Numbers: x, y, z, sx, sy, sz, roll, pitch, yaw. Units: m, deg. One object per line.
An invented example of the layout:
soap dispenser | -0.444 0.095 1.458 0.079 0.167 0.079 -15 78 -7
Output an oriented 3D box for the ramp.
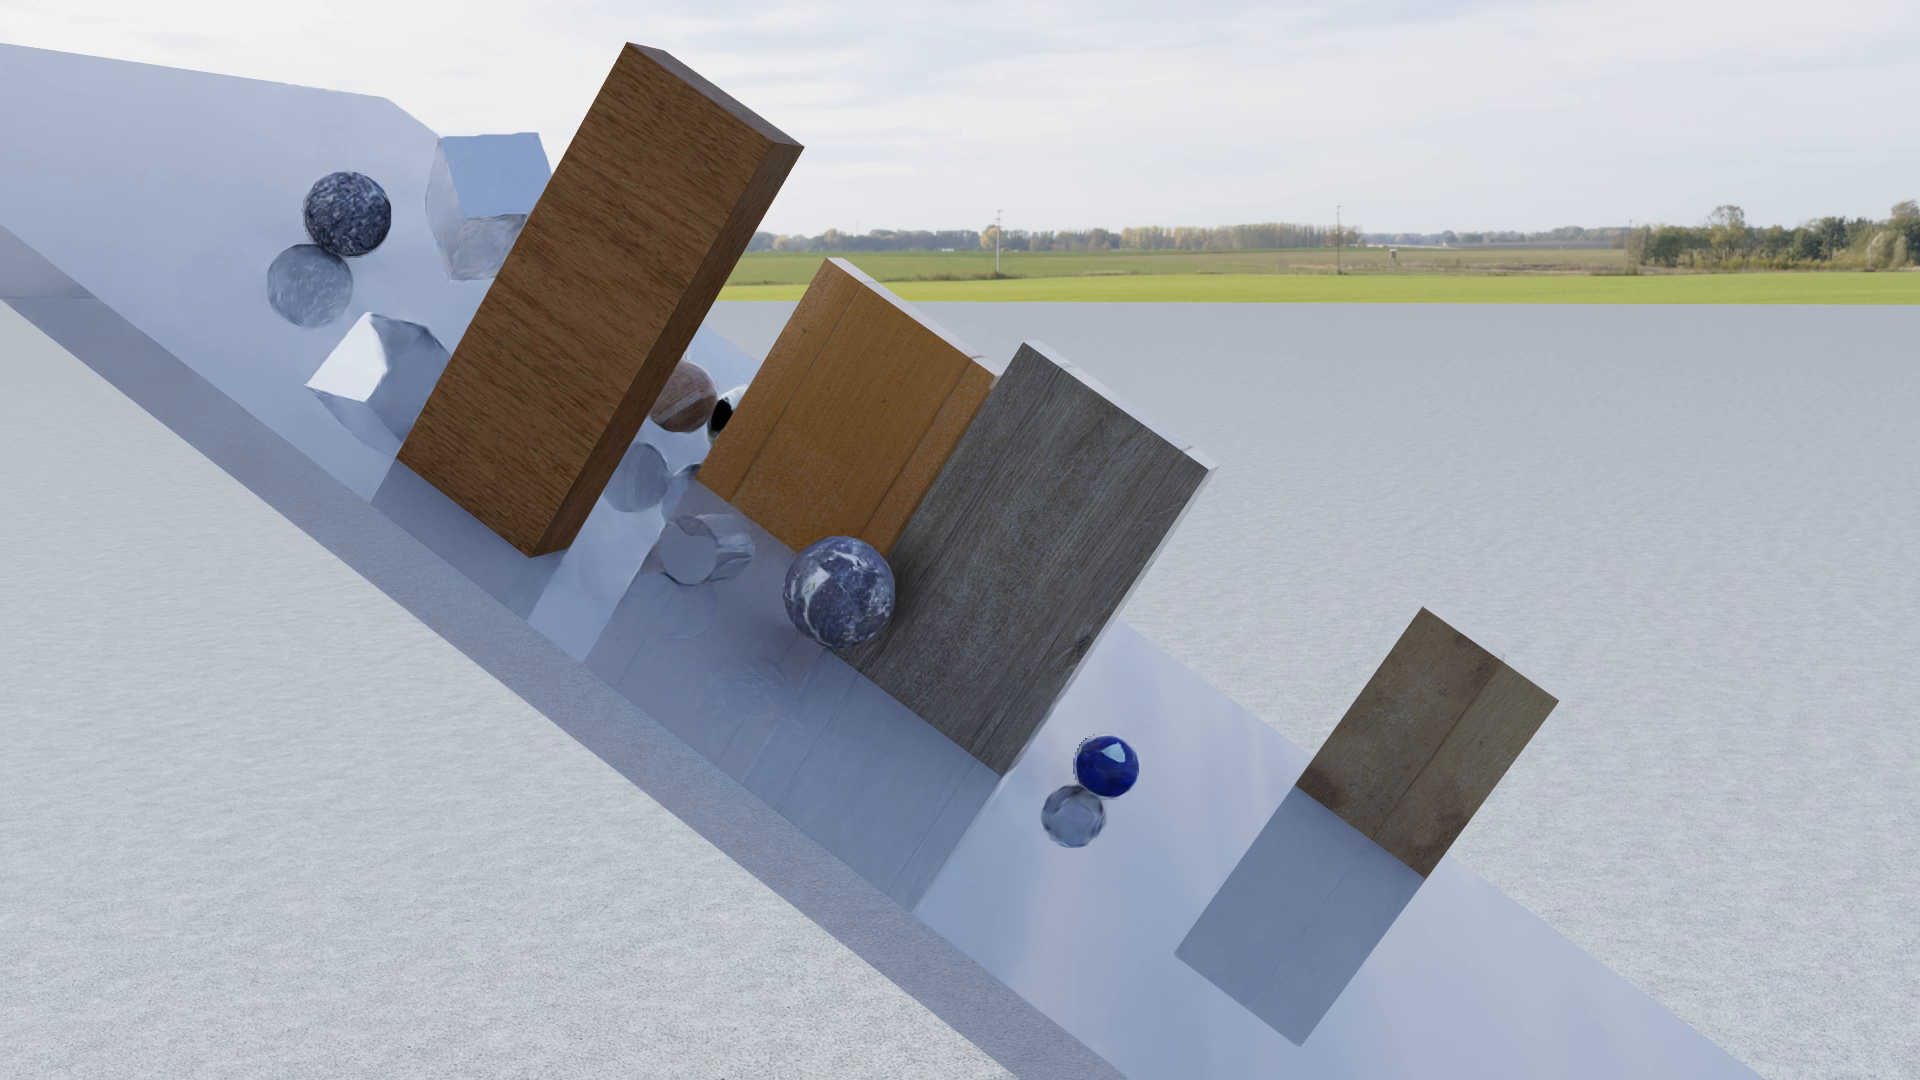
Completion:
ramp | -0.127 0.214 4.099 4.000 0.100 2.000 36 15 10

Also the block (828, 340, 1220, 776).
block | 0.102 0.032 3.715 0.373 0.634 0.095 36 15 10

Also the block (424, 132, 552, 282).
block | -0.895 -0.639 4.222 0.194 0.194 0.194 -9 -28 -28

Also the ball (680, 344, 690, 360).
ball | -0.630 -0.378 4.348 0.191 0.191 0.191 0 7 0

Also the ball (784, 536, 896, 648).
ball | -0.197 0.085 3.609 0.185 0.185 0.185 0 7 0

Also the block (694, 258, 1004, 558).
block | -0.207 -0.213 4.127 0.390 0.495 0.091 36 15 10

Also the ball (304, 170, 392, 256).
ball | -1.148 -0.611 4.125 0.160 0.160 0.160 0 7 0

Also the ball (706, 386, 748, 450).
ball | -0.415 -0.219 4.327 0.169 0.169 0.169 0 7 0

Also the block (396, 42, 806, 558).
block | -0.560 -0.363 3.392 0.275 0.750 0.133 36 15 10

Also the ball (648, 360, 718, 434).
ball | -0.540 -0.277 4.246 0.141 0.141 0.141 0 7 0

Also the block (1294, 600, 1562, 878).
block | 0.974 0.416 4.591 0.331 0.468 0.091 36 15 10

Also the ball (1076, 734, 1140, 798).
ball | 0.260 0.400 3.885 0.113 0.113 0.113 0 7 0

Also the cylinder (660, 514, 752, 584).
cylinder | -0.427 0.014 3.699 0.114 0.114 0.114 3 4 25
